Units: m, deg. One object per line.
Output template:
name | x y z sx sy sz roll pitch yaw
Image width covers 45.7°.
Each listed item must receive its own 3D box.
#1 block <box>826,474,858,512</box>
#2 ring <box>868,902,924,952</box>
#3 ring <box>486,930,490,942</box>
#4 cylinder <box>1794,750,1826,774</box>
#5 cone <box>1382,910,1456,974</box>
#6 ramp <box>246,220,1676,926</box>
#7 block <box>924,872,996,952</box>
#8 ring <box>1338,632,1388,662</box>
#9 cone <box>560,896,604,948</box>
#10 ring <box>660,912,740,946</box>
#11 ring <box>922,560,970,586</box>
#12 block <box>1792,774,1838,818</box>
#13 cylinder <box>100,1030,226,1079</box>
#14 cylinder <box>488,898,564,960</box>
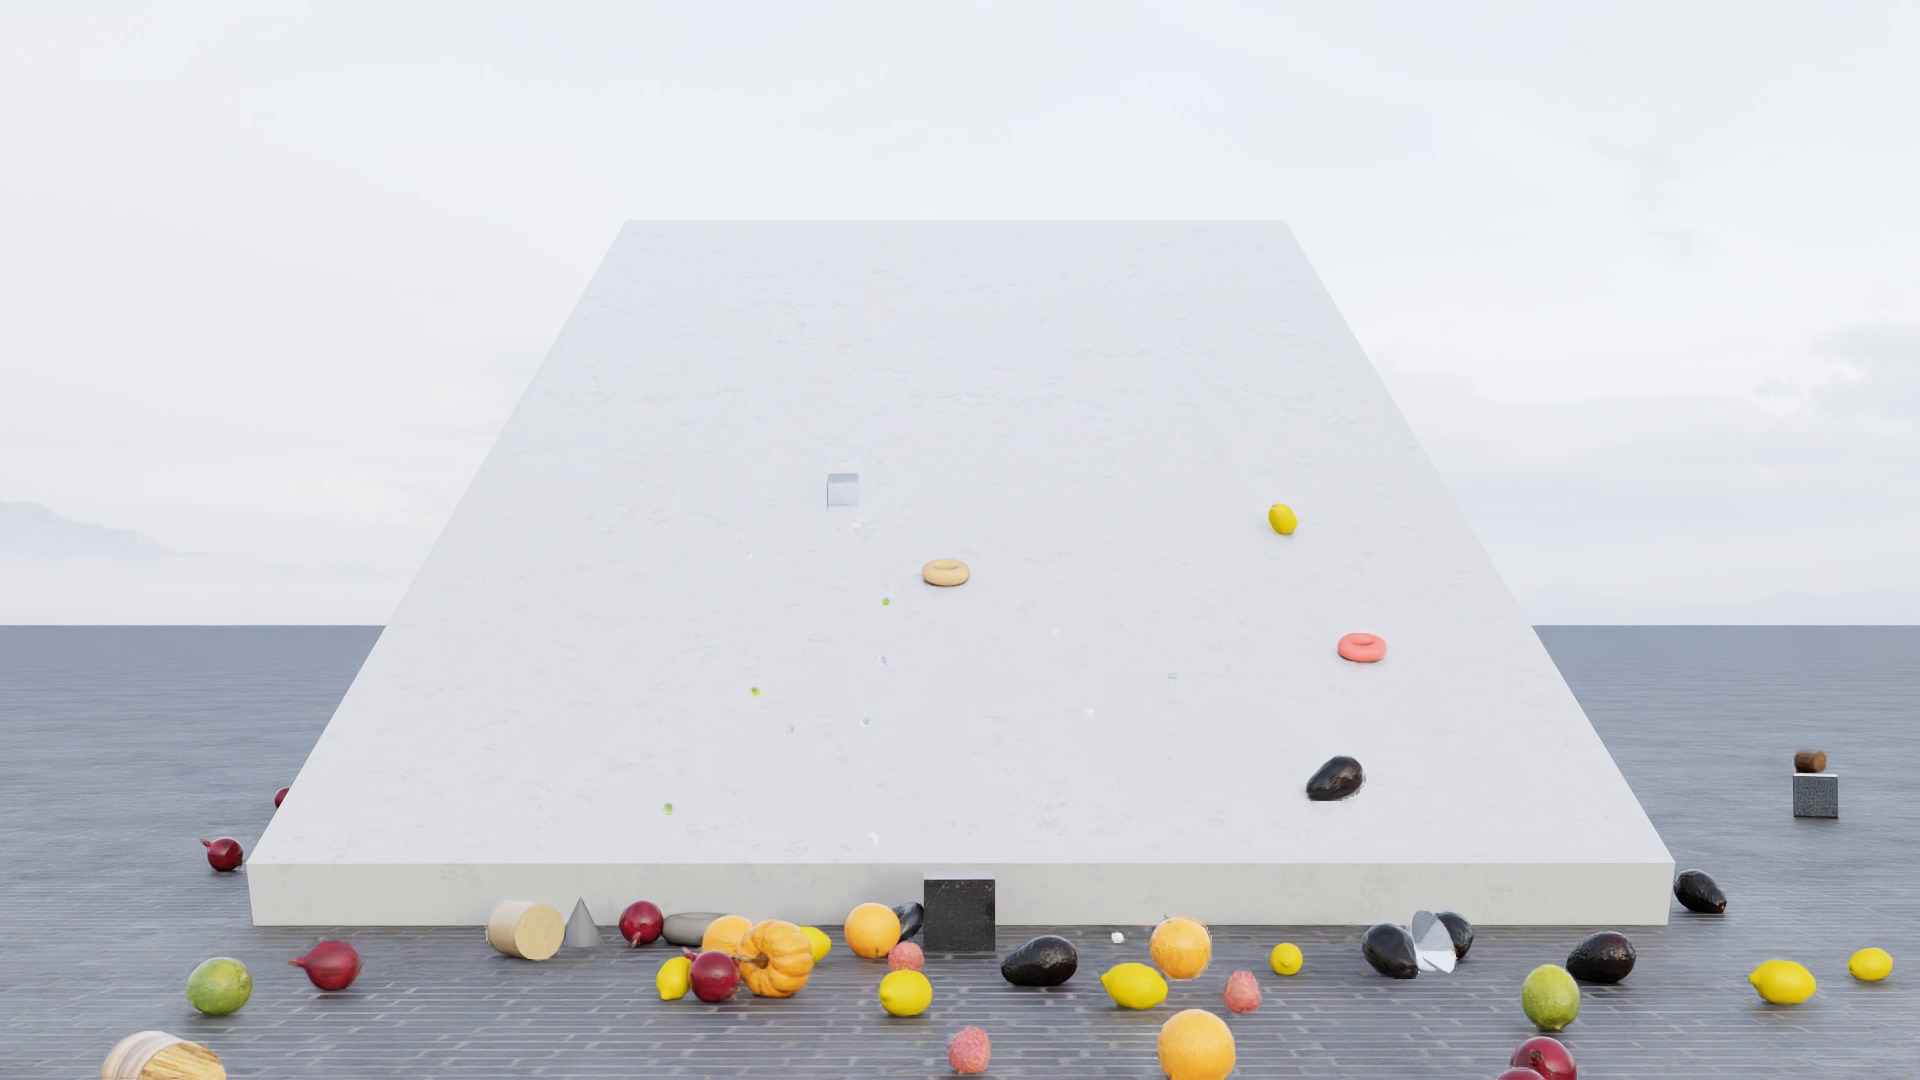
block | -0.233 -0.094 4.535 0.061 0.061 0.061 0 21 0
ring | -0.084 0.508 2.993 0.086 0.029 0.086 -33 13 8
ring | -0.592 0.526 3.047 0.083 0.028 0.083 1 -1 0
cylinder | 2.399 0.625 6.430 0.062 0.062 0.062 1 -2 -35
cone | 0.556 0.513 2.830 0.082 0.082 0.082 2 -29 -47
ramp | -0.006 -0.214 5.076 2.000 0.100 4.000 0 21 0
block | -0.002 0.492 3.023 0.093 0.093 0.093 0 -2 -1
ring | 0.682 0.182 3.863 0.083 0.028 0.083 -1 22 0
cone | -0.506 0.507 3.042 0.064 0.064 0.064 0 -2 0
ring | -0.348 0.522 3.060 0.107 0.036 0.107 1 -2 0
ring | -0.026 0.059 4.179 0.089 0.030 0.089 1 20 0
block | 1.878 0.561 5.004 0.091 0.091 0.091 -1 -2 21
cylinder | -0.677 0.462 1.937 0.079 0.079 0.079 2 -3 -41
cylinder | -0.557 0.499 2.924 0.072 0.072 0.072 2 -3 -40
